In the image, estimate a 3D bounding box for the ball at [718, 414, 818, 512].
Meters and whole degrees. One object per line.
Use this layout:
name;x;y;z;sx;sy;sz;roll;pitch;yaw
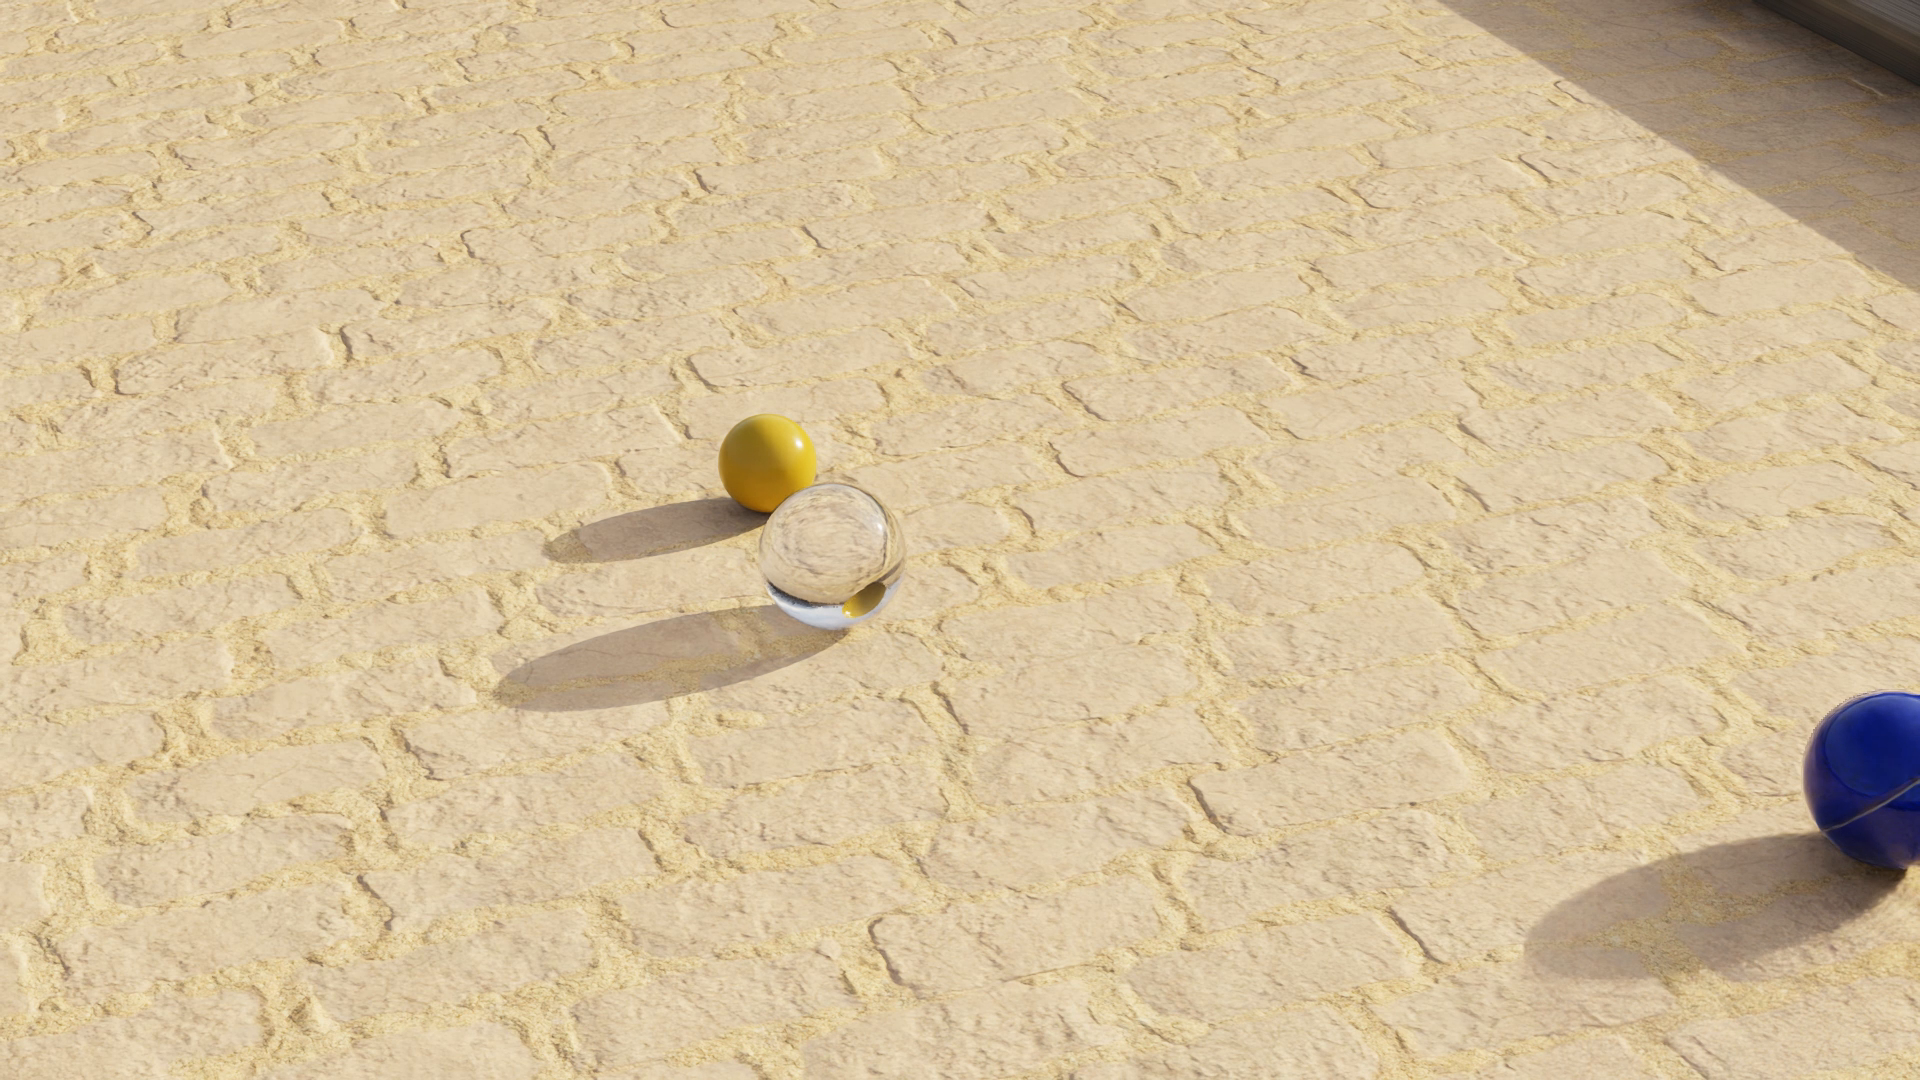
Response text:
ball;-0.126;-0.050;1.925;0.065;0.065;0.065;0;28;0

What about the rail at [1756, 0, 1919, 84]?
rail;0.706;-0.640;2.949;0.045;0.123;3.875;-10;30;-18

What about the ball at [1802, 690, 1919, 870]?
ball;0.498;0.128;1.565;0.095;0.095;0.095;0;28;0

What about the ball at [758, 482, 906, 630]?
ball;-0.077;0.010;1.788;0.090;0.090;0.090;0;28;0
